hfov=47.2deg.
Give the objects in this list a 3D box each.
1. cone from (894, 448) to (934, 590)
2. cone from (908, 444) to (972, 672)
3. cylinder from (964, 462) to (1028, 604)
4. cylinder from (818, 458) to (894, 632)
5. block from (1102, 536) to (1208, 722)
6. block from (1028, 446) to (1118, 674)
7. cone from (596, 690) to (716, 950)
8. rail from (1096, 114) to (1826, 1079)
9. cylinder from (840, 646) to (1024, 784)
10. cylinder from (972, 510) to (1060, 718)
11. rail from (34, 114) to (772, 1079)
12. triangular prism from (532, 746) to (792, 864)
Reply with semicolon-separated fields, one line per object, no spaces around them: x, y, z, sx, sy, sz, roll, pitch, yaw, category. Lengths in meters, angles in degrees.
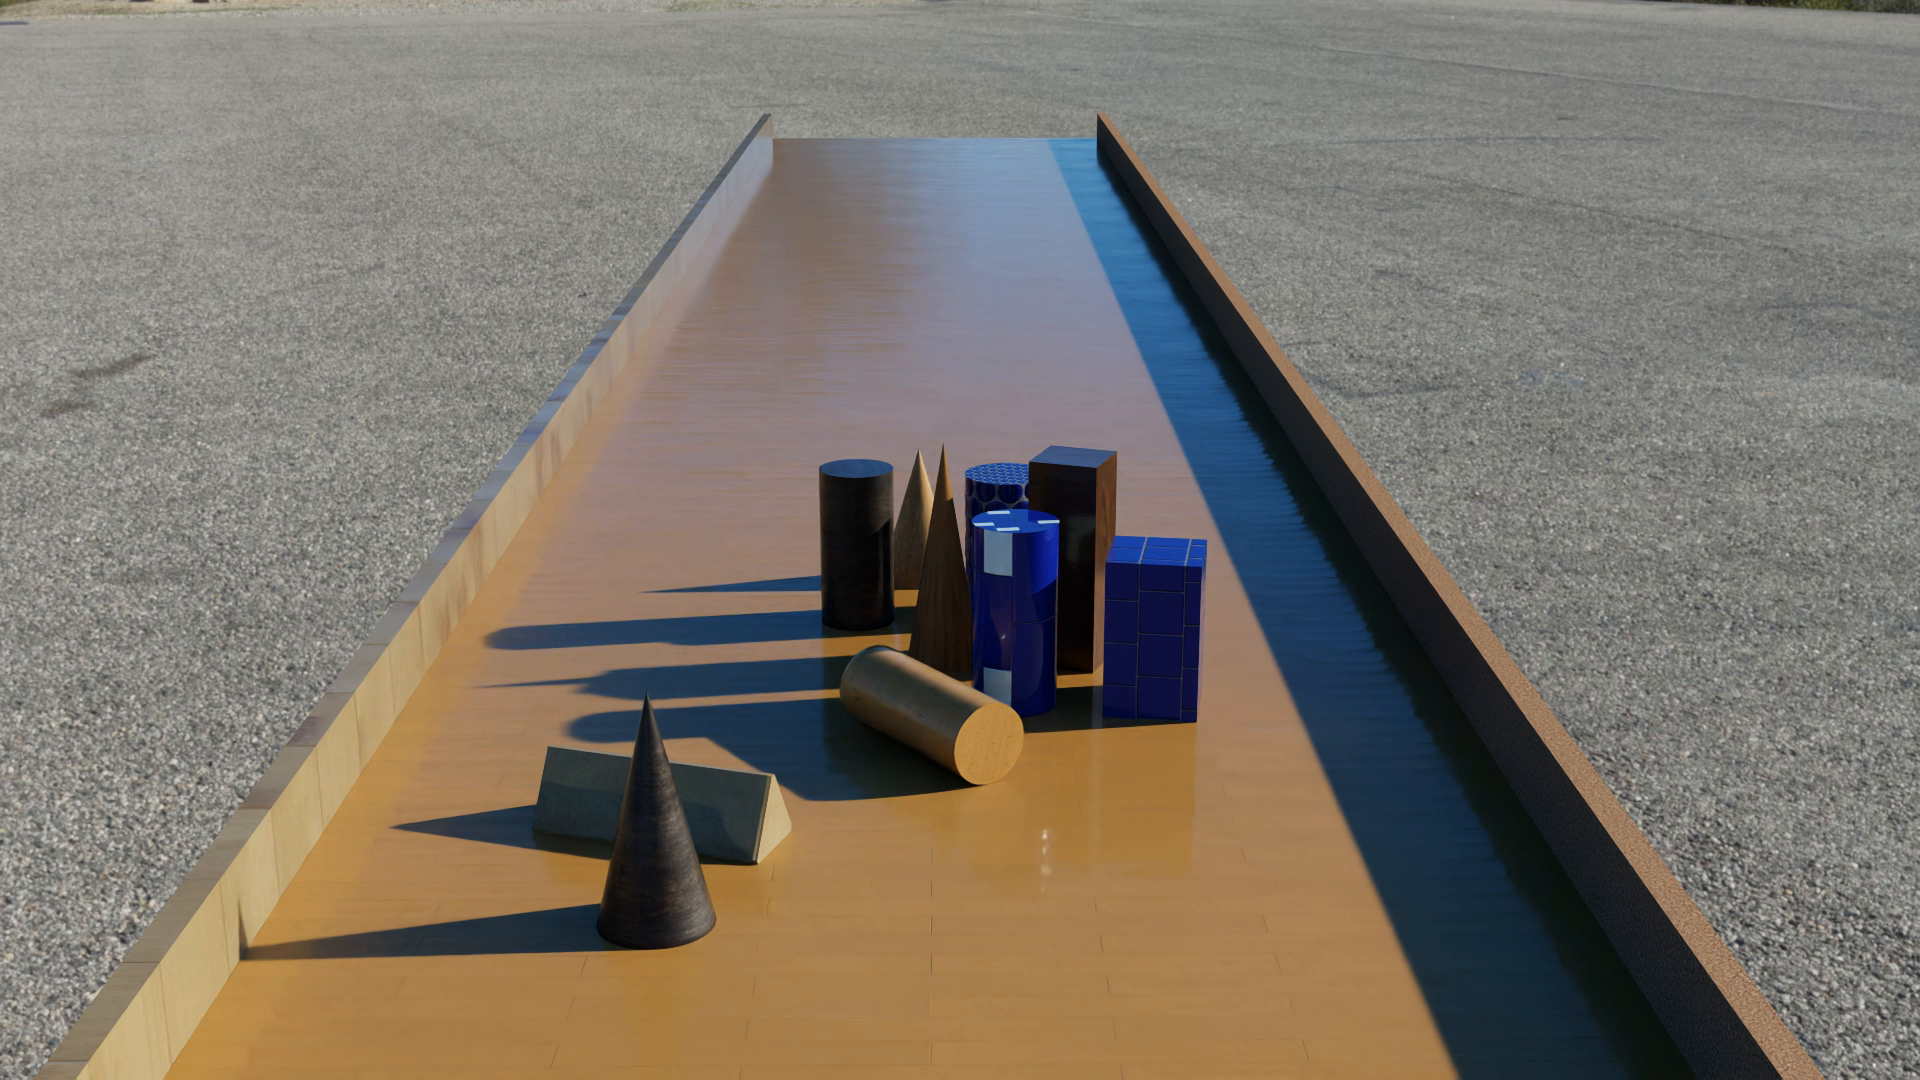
-0.091;-0.059;4.898;0.176;0.300;0.176;0;17;0;cone
-0.032;0.024;4.353;0.147;0.451;0.147;0;17;0;cone
0.099;0.010;4.649;0.180;0.311;0.180;0;17;0;cylinder
-0.216;0.009;4.615;0.155;0.331;0.155;0;17;0;cylinder
0.367;0.165;4.139;0.176;0.303;0.176;3;17;9;block
0.222;0.037;4.365;0.138;0.420;0.138;6;18;20;block
-0.455;0.395;3.245;0.179;0.373;0.179;0;17;0;cone
0.932;-0.844;7.801;0.050;0.150;12.000;0;17;-1;rail
-0.055;0.308;3.932;0.147;0.147;0.369;-11;20;-33;cylinder
0.103;0.136;4.138;0.162;0.359;0.162;0;17;0;cylinder
-1.118;-0.838;7.780;0.050;0.150;12.000;0;17;-1;rail
-0.490;0.417;3.598;0.401;0.123;0.142;5;17;18;triangular prism
